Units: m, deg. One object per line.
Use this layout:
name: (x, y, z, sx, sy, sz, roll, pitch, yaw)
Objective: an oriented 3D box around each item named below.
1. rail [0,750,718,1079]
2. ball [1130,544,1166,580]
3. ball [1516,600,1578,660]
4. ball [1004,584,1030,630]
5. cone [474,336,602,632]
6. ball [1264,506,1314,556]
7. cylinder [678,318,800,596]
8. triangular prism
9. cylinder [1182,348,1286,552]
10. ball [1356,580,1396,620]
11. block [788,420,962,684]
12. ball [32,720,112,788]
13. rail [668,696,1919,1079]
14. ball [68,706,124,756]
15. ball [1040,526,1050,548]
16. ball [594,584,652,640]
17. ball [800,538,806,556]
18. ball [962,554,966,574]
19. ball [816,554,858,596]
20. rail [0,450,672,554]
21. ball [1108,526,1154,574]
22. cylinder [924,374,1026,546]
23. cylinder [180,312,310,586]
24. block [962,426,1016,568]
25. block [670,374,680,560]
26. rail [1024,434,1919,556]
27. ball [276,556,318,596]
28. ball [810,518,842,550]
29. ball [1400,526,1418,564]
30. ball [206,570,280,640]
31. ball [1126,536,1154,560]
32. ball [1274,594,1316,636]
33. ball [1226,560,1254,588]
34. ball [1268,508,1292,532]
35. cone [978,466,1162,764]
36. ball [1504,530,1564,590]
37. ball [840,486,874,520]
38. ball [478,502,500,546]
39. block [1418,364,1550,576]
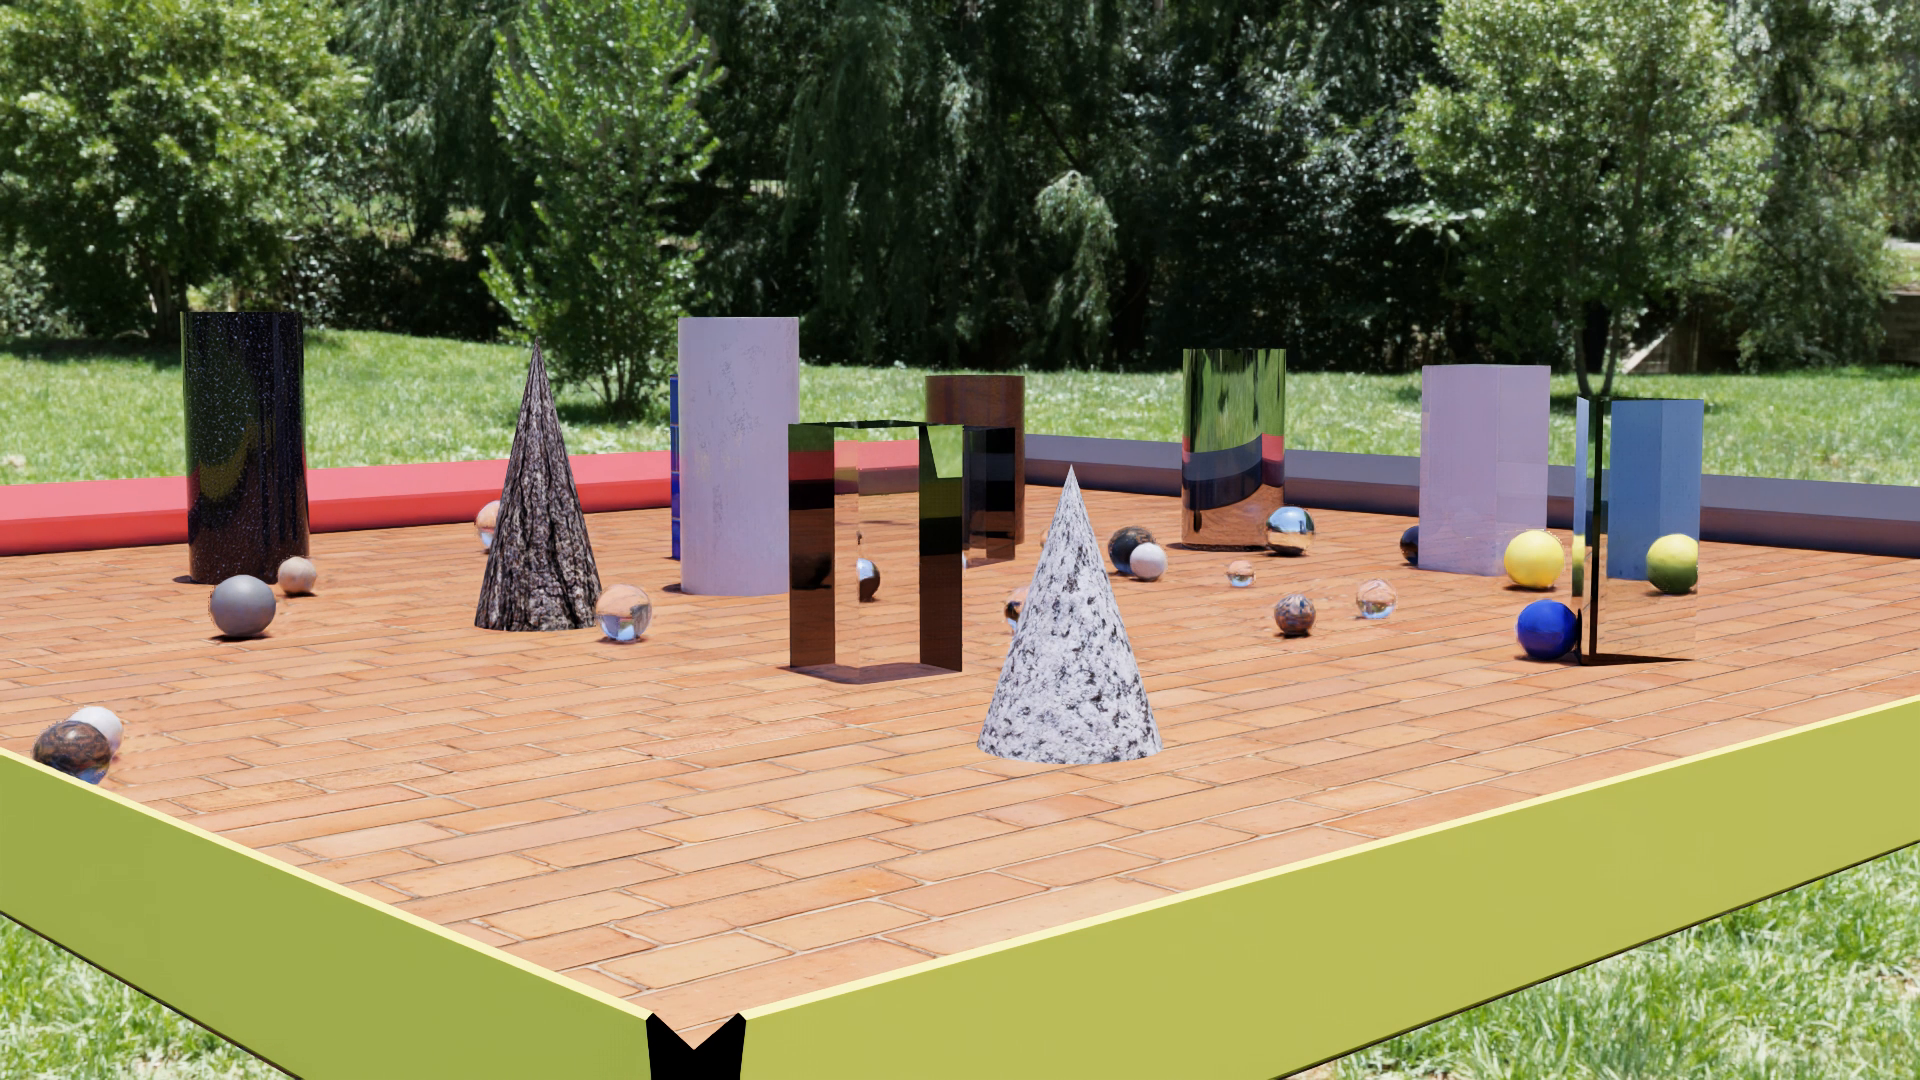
rail: (-1.225, 0.151, 2.208, 0.045, 0.124, 3.306, -6, 8, -42)
ball: (0.309, 0.036, 3.611, 0.061, 0.061, 0.061, 0, 6, 0)
ball: (0.746, 0.114, 2.793, 0.077, 0.077, 0.077, 0, 6, 0)
ball: (0.094, 0.096, 3.007, 0.068, 0.068, 0.068, 0, 6, 0)
cone: (-0.595, -0.087, 3.111, 0.191, 0.409, 0.191, 0, 6, 0)
ball: (0.595, -0.017, 3.974, 0.089, 0.089, 0.089, 0, 6, 0)
cylinder: (-0.349, -0.136, 3.481, 0.191, 0.430, 0.191, 0, 6, 0)
triangular prism: (0.833, -0.016, 2.819, 0.165, 0.331, 0.143, -2, 6, -19)
cylinder: (0.510, -0.171, 4.100, 0.191, 0.370, 0.191, 0, 6, 0)
ball: (0.597, 0.085, 3.156, 0.058, 0.058, 0.058, 0, 6, 0)
block: (-0.104, 0.010, 2.699, 0.153, 0.304, 0.153, -5, 8, -37)
ball: (-0.816, 0.200, 2.020, 0.068, 0.068, 0.068, 0, 6, 0)
rail: (1.105, 0.158, 2.141, 3.382, 0.124, 0.045, -6, 8, -42)
ball: (-0.851, 0.191, 2.160, 0.056, 0.056, 0.056, 0, 6, 0)
ball: (0.171, 0.002, 3.950, 0.056, 0.056, 0.056, 0, 6, 0)
ball: (-0.452, 0.097, 2.956, 0.077, 0.077, 0.077, 0, 6, 0)
ball: (-0.296, 0.013, 3.926, 0.041, 0.041, 0.041, 0, 6, 0)
ball: (-0.020, 0.039, 3.578, 0.061, 0.061, 0.061, 0, 6, 0)
ball: (-0.192, 0.054, 3.416, 0.065, 0.065, 0.065, 0, 6, 0)
rail: (-1.105, -0.093, 4.523, 3.382, 0.124, 0.045, -6, 8, -42)
ball: (0.289, 0.017, 3.692, 0.081, 0.081, 0.081, 0, 6, 0)
cylinder: (0.028, -0.153, 4.188, 0.191, 0.316, 0.191, 0, 6, 0)
cylinder: (-1.174, -0.155, 3.616, 0.191, 0.439, 0.191, 0, 6, 0)
block: (-0.008, -0.079, 3.868, 0.153, 0.236, 0.153, 4, 7, 32)
block: (-0.408, -0.129, 3.900, 0.153, 0.327, 0.153, -4, 7, -36)
rail: (1.225, -0.086, 4.457, 0.045, 0.124, 3.306, -6, 8, -42)
ball: (-1.031, 0.056, 3.418, 0.060, 0.060, 0.060, 0, 6, 0)
ball: (-0.248, -0.012, 4.075, 0.058, 0.058, 0.058, 0, 6, 0)
ball: (0.800, 0.009, 3.827, 0.069, 0.069, 0.069, 0, 6, 0)
ball: (-0.972, 0.090, 2.981, 0.095, 0.095, 0.095, 0, 6, 0)
ball: (0.313, 0.020, 3.794, 0.053, 0.053, 0.053, 0, 6, 0)
ball: (0.458, 0.102, 3.003, 0.056, 0.056, 0.056, 0, 6, 0)
ball: (0.450, 0.053, 3.522, 0.045, 0.045, 0.045, 0, 6, 0)
ball: (0.639, -0.039, 4.382, 0.047, 0.047, 0.047, 0, 6, 0)
cone: (0.112, 0.067, 2.234, 0.191, 0.288, 0.191, 0, 6, 0)
ball: (0.913, 0.032, 3.496, 0.093, 0.093, 0.093, 0, 6, 0)
ball: (-0.218, -0.079, 4.654, 0.071, 0.071, 0.071, 0, 6, 0)
ball: (-0.840, -0.026, 4.034, 0.085, 0.085, 0.085, 0, 6, 0)
block: (0.893, -0.123, 3.748, 0.153, 0.347, 0.153, -6, 8, -43)
